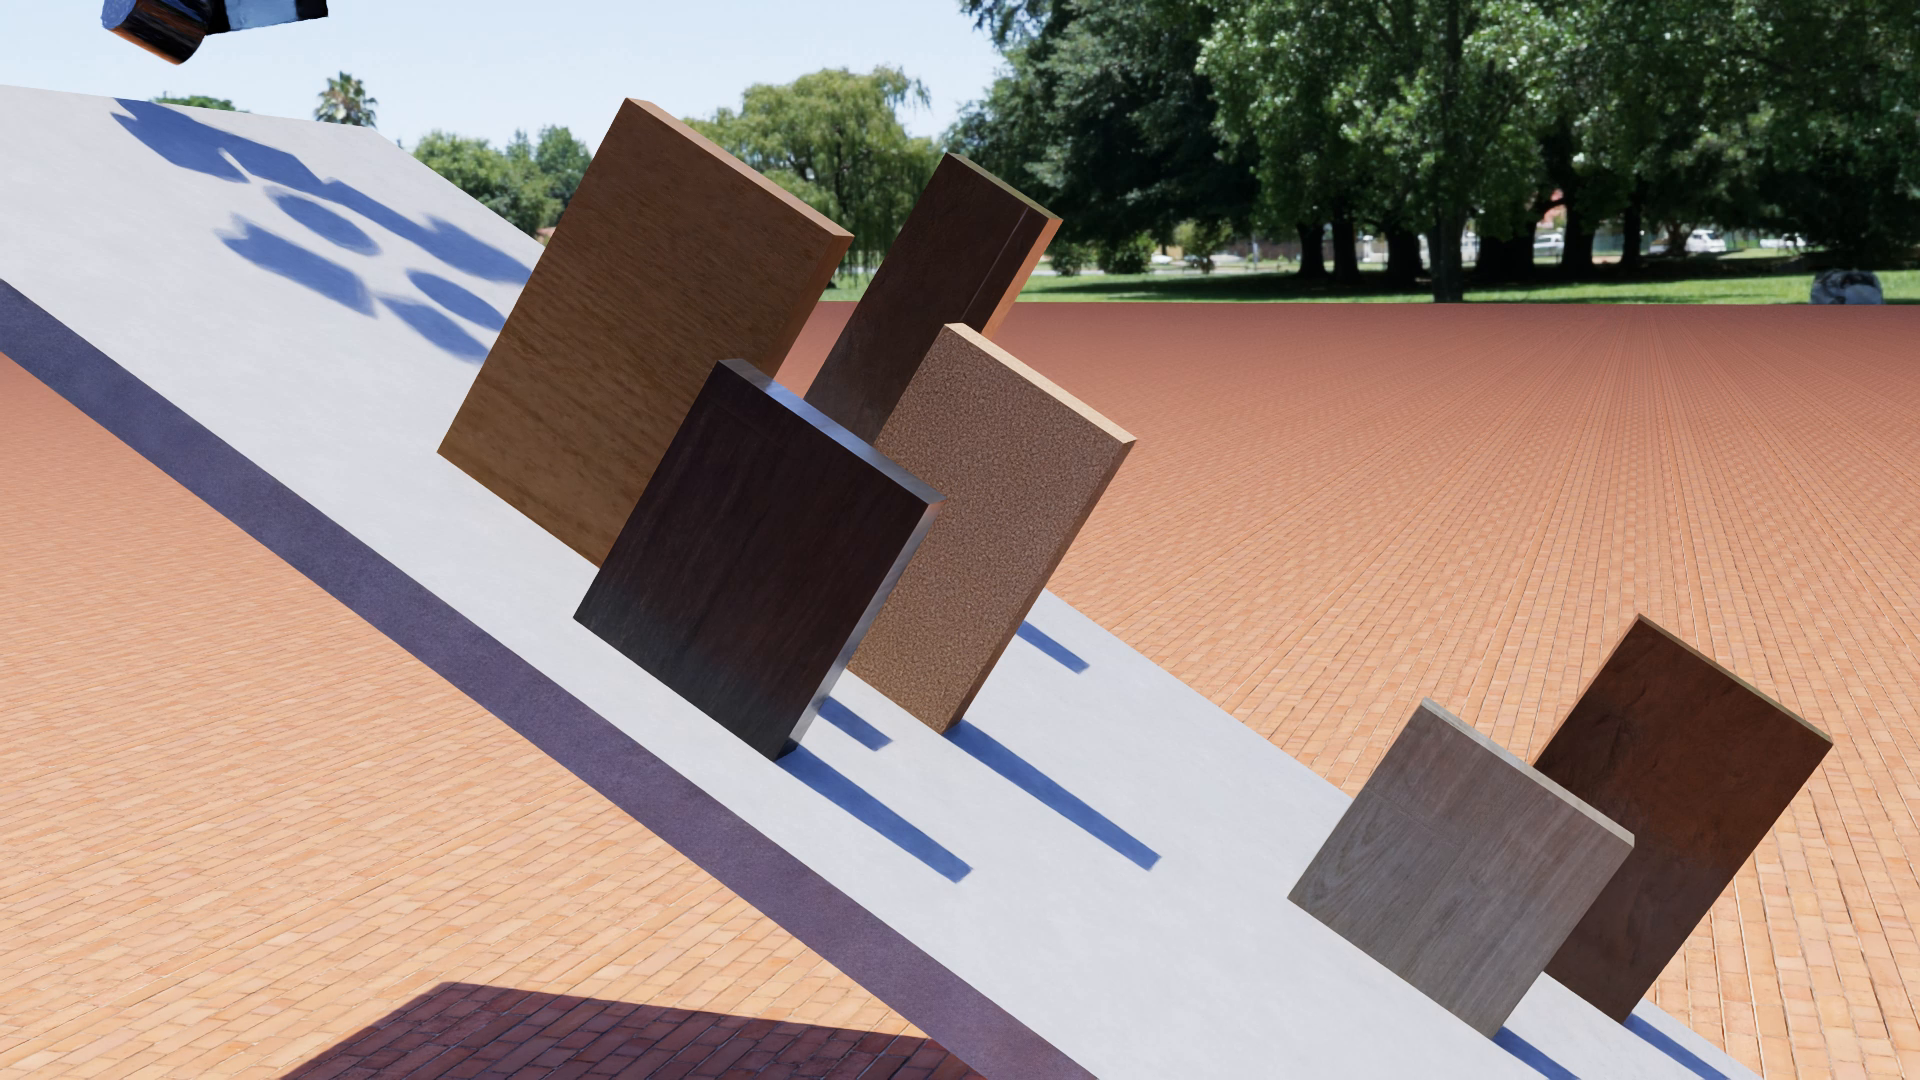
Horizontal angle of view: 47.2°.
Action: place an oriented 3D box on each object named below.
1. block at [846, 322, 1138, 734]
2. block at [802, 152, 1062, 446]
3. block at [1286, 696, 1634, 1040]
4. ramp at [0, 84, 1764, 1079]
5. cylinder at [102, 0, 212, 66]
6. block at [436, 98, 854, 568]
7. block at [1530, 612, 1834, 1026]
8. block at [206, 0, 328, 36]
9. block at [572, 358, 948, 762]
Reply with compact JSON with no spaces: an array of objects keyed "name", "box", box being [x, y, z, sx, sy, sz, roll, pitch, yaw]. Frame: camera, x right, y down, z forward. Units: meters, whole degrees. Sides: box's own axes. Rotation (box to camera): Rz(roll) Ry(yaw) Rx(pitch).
[{"name":"block","box":[-0.015,-0.020,3.851,0.372,0.611,0.109,34,15,11]},{"name":"block","box":[-0.102,-0.410,4.623,0.258,0.772,0.115,34,15,11]},{"name":"block","box":[0.909,0.597,4.014,0.442,0.445,0.090,34,15,11]},{"name":"ramp","box":[-0.150,0.248,4.111,4.000,0.100,2.000,34,15,11]},{"name":"cylinder","box":[-1.656,-1.085,4.534,0.155,0.155,0.155,6,-14,43]},{"name":"block","box":[-0.530,-0.321,3.652,0.423,0.689,0.096,34,15,11]},{"name":"block","box":[1.364,0.569,4.478,0.441,0.715,0.085,34,15,11]},{"name":"block","box":[-1.492,-1.184,4.635,0.201,0.201,0.201,7,22,43]},{"name":"block","box":[-0.311,0.029,3.373,0.393,0.475,0.093,34,15,11]}]
